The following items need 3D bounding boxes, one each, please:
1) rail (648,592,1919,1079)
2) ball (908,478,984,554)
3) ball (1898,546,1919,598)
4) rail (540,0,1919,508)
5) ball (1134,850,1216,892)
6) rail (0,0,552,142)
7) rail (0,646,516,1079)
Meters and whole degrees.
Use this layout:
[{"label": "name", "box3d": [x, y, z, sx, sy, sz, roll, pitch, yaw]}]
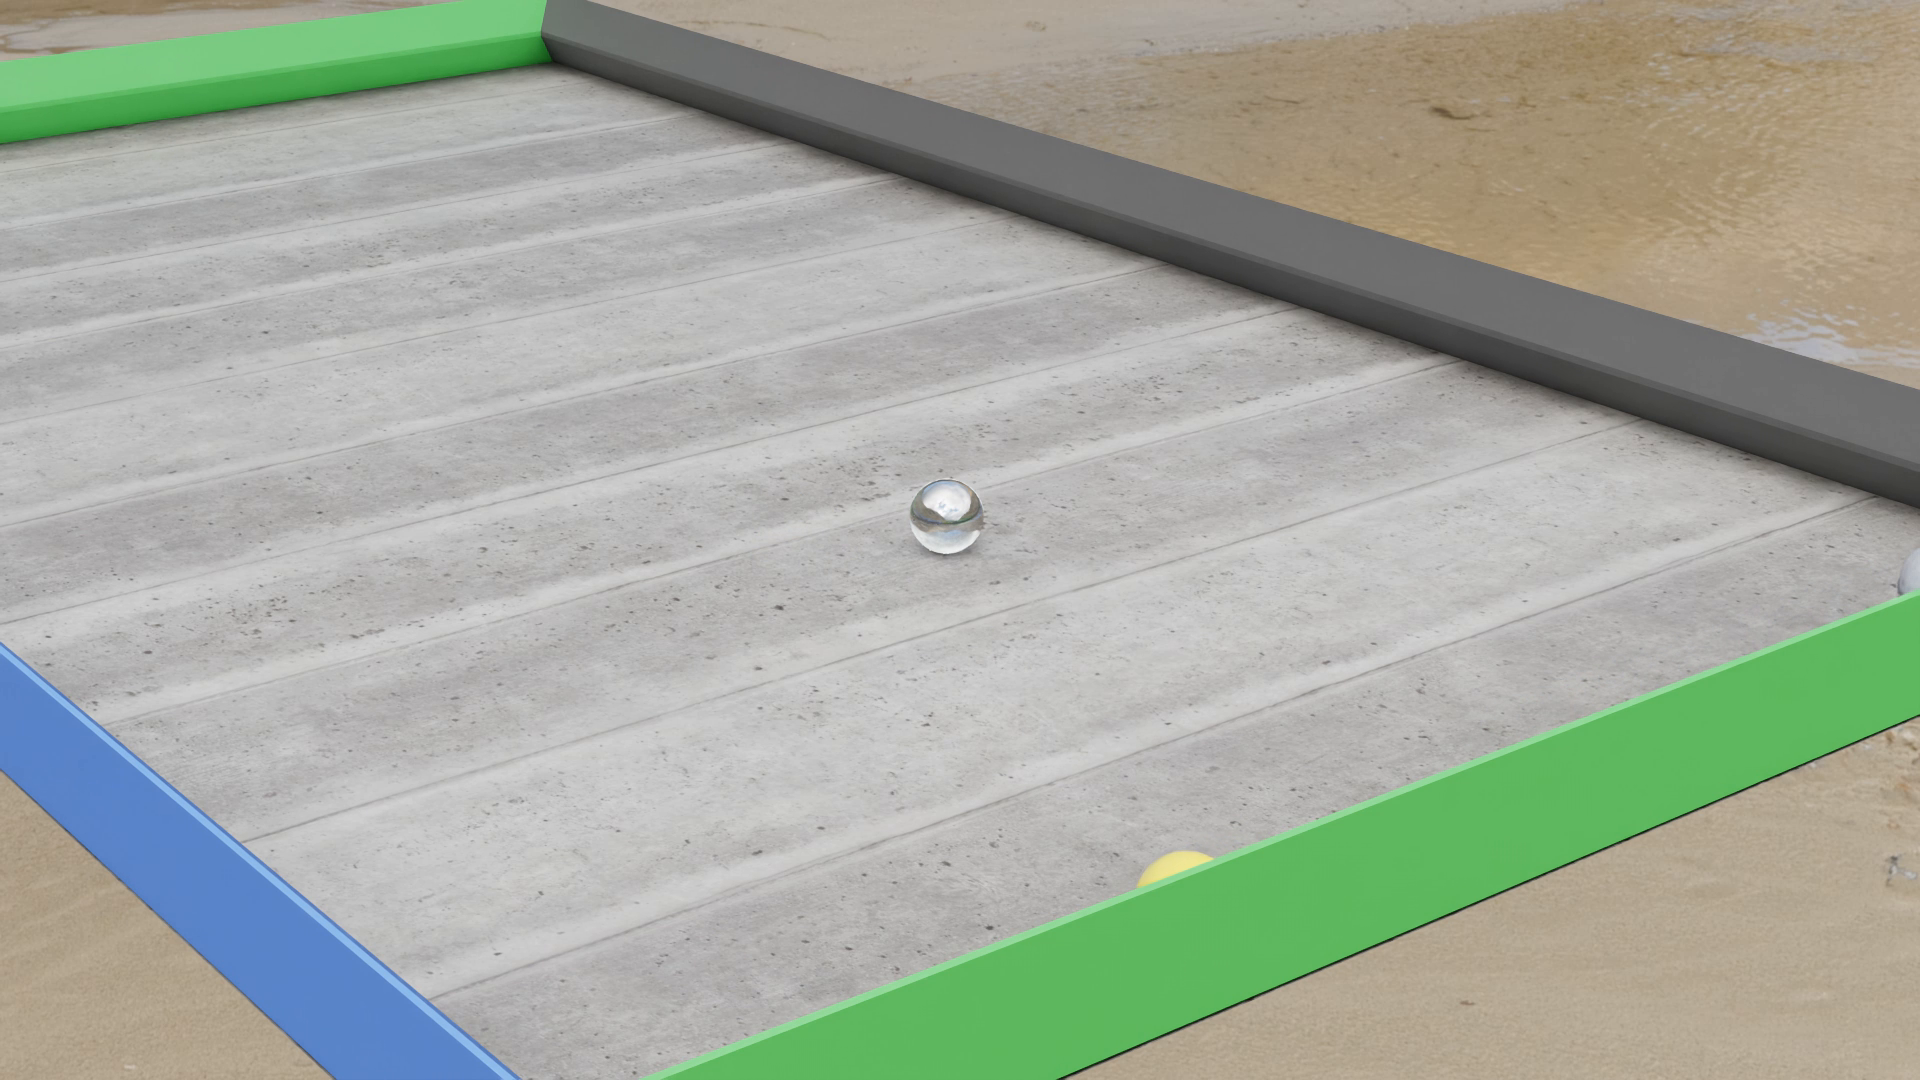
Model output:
[{"label": "rail", "box3d": [0.409, 0.171, 2.061, 1.619, 0.110, 0.045, -16, 26, -35]}, {"label": "ball", "box3d": [-0.012, -0.021, 2.617, 0.067, 0.067, 0.067, 0, 21, 0]}, {"label": "ball", "box3d": [0.822, 0.039, 2.439, 0.085, 0.085, 0.085, 0, 21, 0]}, {"label": "rail", "box3d": [0.198, -0.393, 3.512, 0.045, 0.110, 2.769, -16, 26, -35]}, {"label": "ball", "box3d": [0.149, 0.240, 1.943, 0.070, 0.070, 0.070, 0, 21, 0]}, {"label": "rail", "box3d": [-1.257, -0.609, 4.066, 1.619, 0.110, 0.045, -16, 26, -35]}, {"label": "rail", "box3d": [-1.045, -0.044, 2.615, 0.045, 0.110, 2.769, -16, 26, -35]}]
